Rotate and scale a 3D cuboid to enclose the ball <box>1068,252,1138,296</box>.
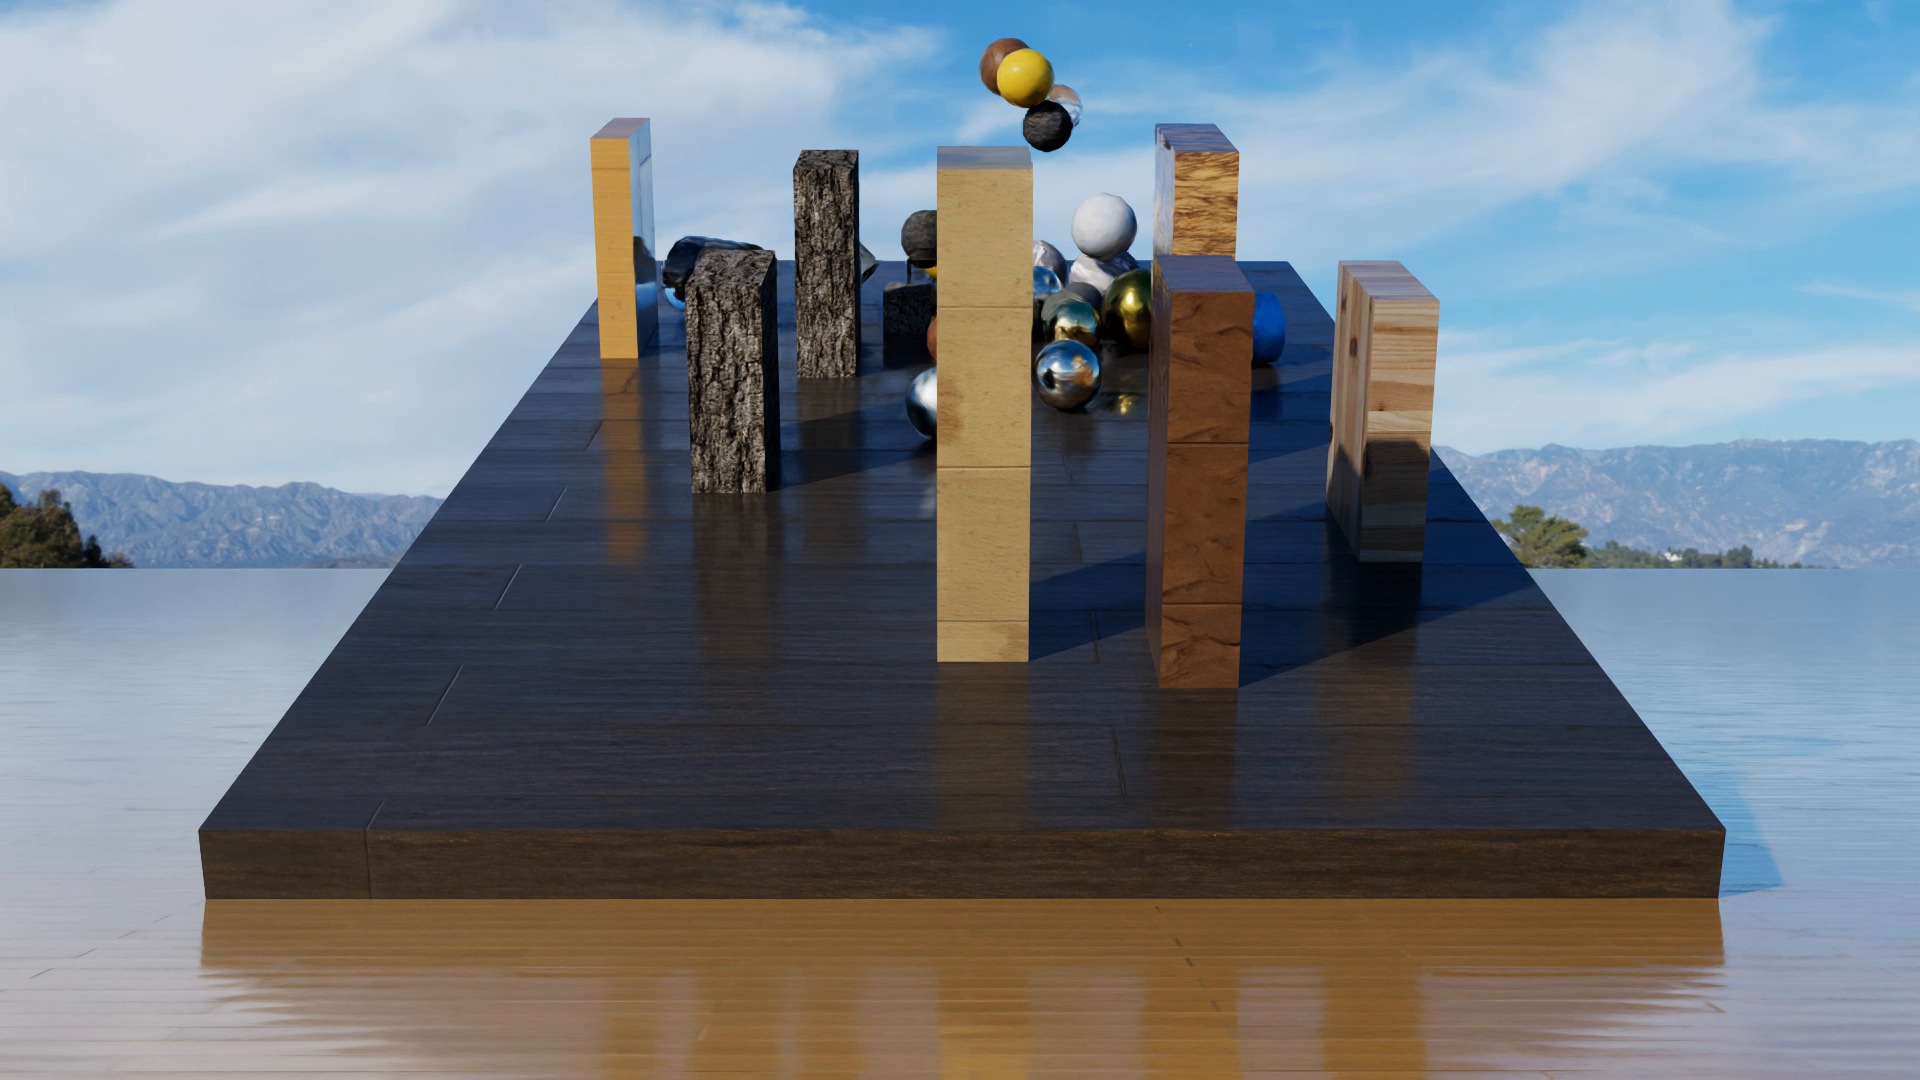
[{"bbox_3d":[0.386,-0.694,5.959,0.191,0.191,0.191,0,-1,0],"label":"ball"}]

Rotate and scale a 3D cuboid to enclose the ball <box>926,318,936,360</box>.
[{"bbox_3d":[-0.013,-0.485,5.394,0.138,0.138,0.138,0,-1,0],"label":"ball"}]

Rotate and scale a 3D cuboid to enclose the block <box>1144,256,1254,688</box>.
[{"bbox_3d":[0.364,-0.110,3.448,0.120,0.612,0.290,0,18,0],"label":"block"}]

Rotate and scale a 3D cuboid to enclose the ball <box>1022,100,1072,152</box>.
[{"bbox_3d":[0.249,-1.182,6.378,0.143,0.143,0.143,0,-1,0],"label":"ball"}]

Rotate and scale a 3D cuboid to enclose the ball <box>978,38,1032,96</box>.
[{"bbox_3d":[0.142,-1.389,6.567,0.173,0.173,0.173,0,-1,0],"label":"ball"}]

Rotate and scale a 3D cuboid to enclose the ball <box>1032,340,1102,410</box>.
[{"bbox_3d":[0.239,-0.370,5.001,0.159,0.159,0.159,0,-1,0],"label":"ball"}]

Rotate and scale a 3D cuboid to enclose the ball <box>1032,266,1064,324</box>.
[{"bbox_3d":[0.200,-0.645,5.875,0.149,0.149,0.149,0,-1,0],"label":"ball"}]

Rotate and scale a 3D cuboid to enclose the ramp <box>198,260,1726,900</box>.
[{"bbox_3d":[-0.003,-0.183,4.842,2.000,0.100,4.000,0,18,0],"label":"ramp"}]

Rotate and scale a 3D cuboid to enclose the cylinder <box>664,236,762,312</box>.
[{"bbox_3d":[-0.642,-0.695,5.933,0.207,0.207,0.207,13,7,35],"label":"cylinder"}]

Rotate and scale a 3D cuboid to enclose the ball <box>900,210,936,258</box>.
[{"bbox_3d":[-0.089,-0.833,6.138,0.150,0.150,0.150,0,-1,0],"label":"ball"}]

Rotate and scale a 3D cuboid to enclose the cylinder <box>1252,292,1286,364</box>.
[{"bbox_3d":[0.672,-0.509,5.412,0.172,0.172,0.172,-6,1,-17],"label":"cylinder"}]

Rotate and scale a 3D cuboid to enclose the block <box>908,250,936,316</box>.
[{"bbox_3d":[-0.057,-0.694,6.024,0.152,0.152,0.152,2,18,5],"label":"block"}]

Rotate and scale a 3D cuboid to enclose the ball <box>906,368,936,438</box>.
[{"bbox_3d":[-0.039,-0.292,4.763,0.155,0.155,0.155,0,-1,0],"label":"ball"}]

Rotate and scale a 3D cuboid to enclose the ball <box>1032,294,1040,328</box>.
[{"bbox_3d":[0.140,-0.586,5.726,0.129,0.129,0.129,0,-1,0],"label":"ball"}]

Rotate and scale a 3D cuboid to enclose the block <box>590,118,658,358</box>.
[{"bbox_3d":[-0.839,-0.765,5.609,0.092,0.537,0.401,0,18,0],"label":"block"}]

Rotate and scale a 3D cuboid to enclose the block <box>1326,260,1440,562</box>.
[{"bbox_3d":[0.769,-0.243,4.092,0.112,0.473,0.380,0,18,0],"label":"block"}]

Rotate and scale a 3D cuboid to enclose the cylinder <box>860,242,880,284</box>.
[{"bbox_3d":[-0.320,-0.734,5.884,0.153,0.153,0.153,-43,-1,-1],"label":"cylinder"}]

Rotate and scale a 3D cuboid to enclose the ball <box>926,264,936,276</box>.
[{"bbox_3d":[-0.014,-0.841,6.406,0.199,0.199,0.199,0,-1,0],"label":"ball"}]

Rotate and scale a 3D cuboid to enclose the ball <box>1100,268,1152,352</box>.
[{"bbox_3d":[0.453,-0.573,5.561,0.205,0.205,0.205,0,-1,0],"label":"ball"}]

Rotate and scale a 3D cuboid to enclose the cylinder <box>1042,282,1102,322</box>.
[{"bbox_3d":[0.291,-0.585,5.721,0.130,0.130,0.130,0,17,20],"label":"cylinder"}]

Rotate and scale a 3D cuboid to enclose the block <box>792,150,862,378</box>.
[{"bbox_3d":[-0.318,-0.672,5.395,0.139,0.493,0.332,0,18,0],"label":"block"}]

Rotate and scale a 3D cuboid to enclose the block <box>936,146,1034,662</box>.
[{"bbox_3d":[0.036,-0.214,3.509,0.143,0.772,0.246,0,18,0],"label":"block"}]

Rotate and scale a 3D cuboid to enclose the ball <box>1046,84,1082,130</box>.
[{"bbox_3d":[0.285,-1.256,6.518,0.147,0.147,0.147,0,-1,0],"label":"ball"}]

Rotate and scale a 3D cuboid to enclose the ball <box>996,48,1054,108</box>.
[{"bbox_3d":[0.185,-1.305,6.311,0.164,0.164,0.164,0,-1,0],"label":"ball"}]

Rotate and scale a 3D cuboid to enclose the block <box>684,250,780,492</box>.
[{"bbox_3d":[-0.455,-0.348,4.519,0.145,0.411,0.393,0,18,0],"label":"block"}]

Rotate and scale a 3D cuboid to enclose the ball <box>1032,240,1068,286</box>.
[{"bbox_3d":[0.205,-0.733,6.106,0.176,0.176,0.176,0,-1,0],"label":"ball"}]

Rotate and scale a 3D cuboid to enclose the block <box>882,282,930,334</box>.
[{"bbox_3d":[-0.138,-0.603,5.808,0.109,0.109,0.109,2,18,6],"label":"block"}]

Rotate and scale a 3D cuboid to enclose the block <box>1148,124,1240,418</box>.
[{"bbox_3d":[0.482,-0.518,4.668,0.125,0.644,0.443,0,18,0],"label":"block"}]

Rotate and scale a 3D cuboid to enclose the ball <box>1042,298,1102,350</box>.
[{"bbox_3d":[0.277,-0.520,5.488,0.148,0.148,0.148,0,-1,0],"label":"ball"}]

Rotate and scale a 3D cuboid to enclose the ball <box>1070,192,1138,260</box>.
[{"bbox_3d":[0.374,-0.814,5.801,0.173,0.173,0.173,0,-1,0],"label":"ball"}]
